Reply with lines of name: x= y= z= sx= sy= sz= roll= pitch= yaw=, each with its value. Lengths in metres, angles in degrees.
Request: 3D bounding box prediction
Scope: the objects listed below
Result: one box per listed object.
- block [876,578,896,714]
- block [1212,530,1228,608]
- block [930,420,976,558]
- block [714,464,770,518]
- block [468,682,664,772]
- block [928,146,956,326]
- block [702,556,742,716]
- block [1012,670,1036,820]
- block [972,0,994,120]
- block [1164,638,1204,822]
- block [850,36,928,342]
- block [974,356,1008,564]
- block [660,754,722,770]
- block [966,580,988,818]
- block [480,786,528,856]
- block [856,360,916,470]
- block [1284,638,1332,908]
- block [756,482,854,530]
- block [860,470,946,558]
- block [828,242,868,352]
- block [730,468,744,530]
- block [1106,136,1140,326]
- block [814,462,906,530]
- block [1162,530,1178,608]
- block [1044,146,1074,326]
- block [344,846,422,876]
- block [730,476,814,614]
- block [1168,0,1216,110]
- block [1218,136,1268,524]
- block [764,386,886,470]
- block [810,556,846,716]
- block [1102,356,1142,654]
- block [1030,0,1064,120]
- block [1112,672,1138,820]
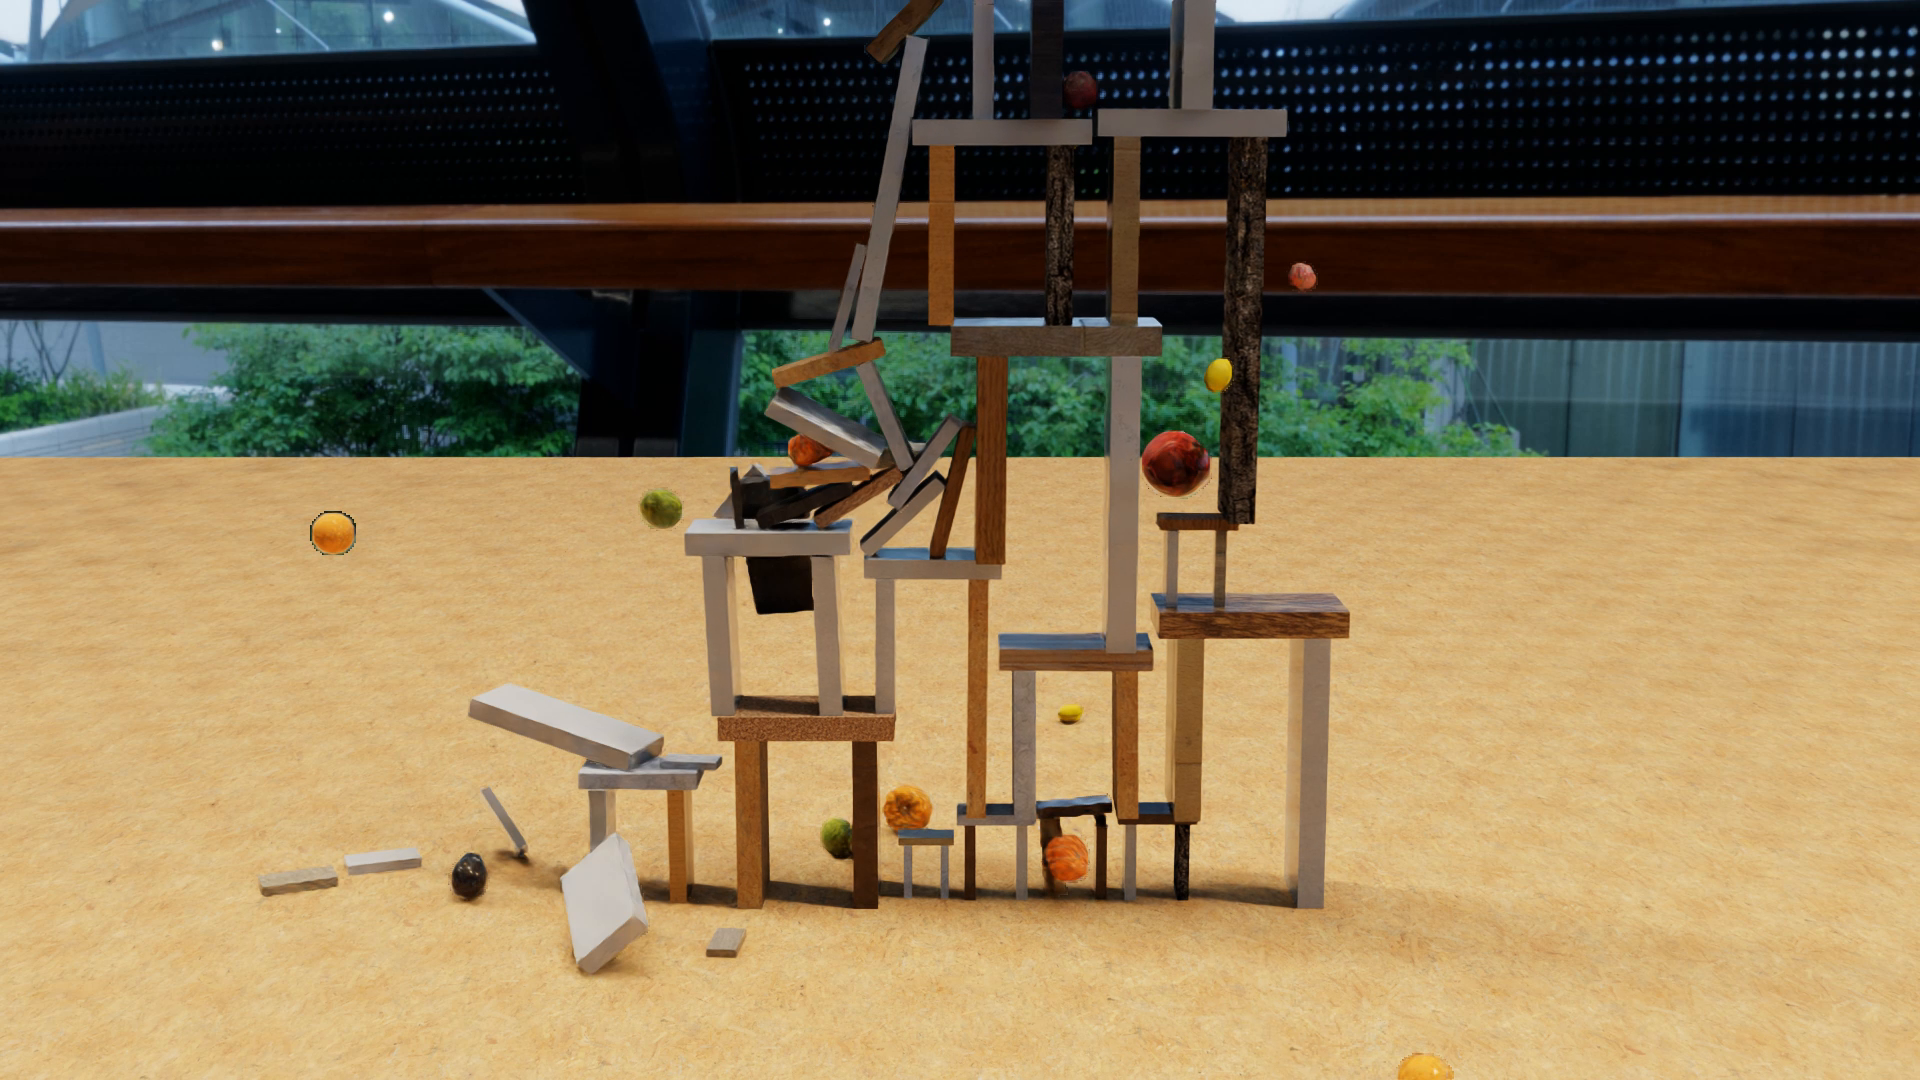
block: x=-0.121 y=0.162 z=3.593 sx=0.031 sy=0.221 sz=0.111 roll=0 pitch=11 yaw=0
block: x=0.421 y=0.041 z=3.564 sx=0.018 sy=0.125 sz=0.063 roll=1 pitch=11 yaw=4
block: x=-0.012 y=-0.083 z=3.547 sx=0.024 sy=0.215 sz=0.084 roll=14 pitch=10 yaw=-3
block: x=-0.357 y=-0.063 z=3.703 sx=0.062 sy=0.124 sz=0.018 roll=45 pitch=27 yaw=8
block: x=-0.660 y=0.313 z=3.688 sx=0.307 sy=0.033 sz=0.116 roll=16 pitch=15 yaw=18
block: x=-0.028 y=-0.483 z=3.472 sx=0.039 sy=0.276 sz=0.138 roll=0 pitch=11 yaw=0
block: x=-0.387 y=0.143 z=3.585 sx=0.037 sy=0.262 sz=0.131 roll=-2 pitch=11 yaw=0
block: x=0.105 y=0.322 z=3.621 sx=0.035 sy=0.250 sz=0.124 roll=0 pitch=11 yaw=0
block: x=0.036 y=-0.768 z=3.417 sx=0.032 sy=0.226 sz=0.113 roll=0 pitch=11 yaw=0
block: x=0.368 y=0.294 z=3.616 sx=0.043 sy=0.304 sz=0.152 roll=0 pitch=11 yaw=-1
block: x=-0.110 y=-0.550 z=3.457 sx=0.032 sy=0.472 sz=0.113 roll=11 pitch=9 yaw=-2
block: x=0.049 y=-0.138 z=3.532 sx=0.047 sy=0.329 sz=0.165 roll=0 pitch=10 yaw=0
block: x=-0.442 y=0.366 z=3.628 sx=0.093 sy=0.013 sz=0.046 roll=1 pitch=11 yaw=7
block: x=0.028 y=0.249 z=3.610 sx=0.031 sy=0.398 sz=0.111 roll=1 pitch=10 yaw=0
block: x=-0.796 y=0.492 z=3.843 sx=0.017 sy=0.123 sz=0.062 roll=-32 pitch=-14 yaw=-18
block: x=-0.119 y=-0.204 z=3.520 sx=0.026 sy=0.181 sz=0.090 roll=-22 pitch=10 yaw=3
block: x=0.573 y=0.366 z=3.631 sx=0.043 sy=0.453 sz=0.152 roll=0 pitch=11 yaw=0
block: x=-0.250 y=-0.062 z=3.543 sx=0.158 sy=0.022 sz=0.079 roll=-22 pitch=10 yaw=2
block: x=-0.092 y=-0.043 z=3.554 sx=0.168 sy=0.024 sz=0.084 roll=-42 pitch=8 yaw=7
block: x=-0.178 y=-0.384 z=3.479 sx=0.018 sy=0.171 sz=0.062 roll=15 pitch=8 yaw=-6
block: x=-0.360 y=-0.067 z=3.538 sx=0.013 sy=0.093 sz=0.046 roll=-6 pitch=11 yaw=-7
block: x=0.256 y=-0.489 z=3.466 sx=0.041 sy=0.290 sz=0.145 roll=0 pitch=11 yaw=0
block: x=-0.162 y=-0.073 z=3.544 sx=0.158 sy=0.022 sz=0.079 roll=-31 pitch=9 yaw=5
block: x=0.341 y=0.041 z=3.564 sx=0.018 sy=0.125 sz=0.063 roll=0 pitch=11 yaw=0
block: x=0.157 y=-0.483 z=3.471 sx=0.039 sy=0.276 sz=0.138 roll=0 pitch=11 yaw=0
block: x=-0.999 y=0.556 z=3.805 sx=0.123 sy=0.017 sz=0.062 roll=-4 pitch=11 yaw=-22
block: x=-0.302 y=0.007 z=3.677 sx=0.116 sy=0.232 sz=0.033 roll=-5 pitch=18 yaw=15
block: x=0.361 y=-0.837 z=3.406 sx=0.047 sy=0.334 sz=0.167 roll=0 pitch=11 yaw=-2
block: x=0.449 y=-0.335 z=3.498 sx=0.041 sy=0.603 sz=0.145 roll=0 pitch=11 yaw=-1
block: x=-0.211 y=-0.180 z=3.501 sx=0.192 sy=0.026 sz=0.090 roll=27 pitch=22 yaw=-4
block: x=-0.213 y=0.143 z=3.585 sx=0.037 sy=0.262 sz=0.131 roll=-2 pitch=11 yaw=0
block: x=0.259 y=-0.067 z=3.542 sx=0.047 sy=0.474 sz=0.165 roll=0 pitch=11 yaw=1
block: x=0.134 y=-0.829 z=3.404 sx=0.047 sy=0.349 sz=0.167 roll=0 pitch=11 yaw=1
block: x=0.272 y=0.322 z=3.620 sx=0.035 sy=0.247 sz=0.124 roll=-1 pitch=11 yaw=1
